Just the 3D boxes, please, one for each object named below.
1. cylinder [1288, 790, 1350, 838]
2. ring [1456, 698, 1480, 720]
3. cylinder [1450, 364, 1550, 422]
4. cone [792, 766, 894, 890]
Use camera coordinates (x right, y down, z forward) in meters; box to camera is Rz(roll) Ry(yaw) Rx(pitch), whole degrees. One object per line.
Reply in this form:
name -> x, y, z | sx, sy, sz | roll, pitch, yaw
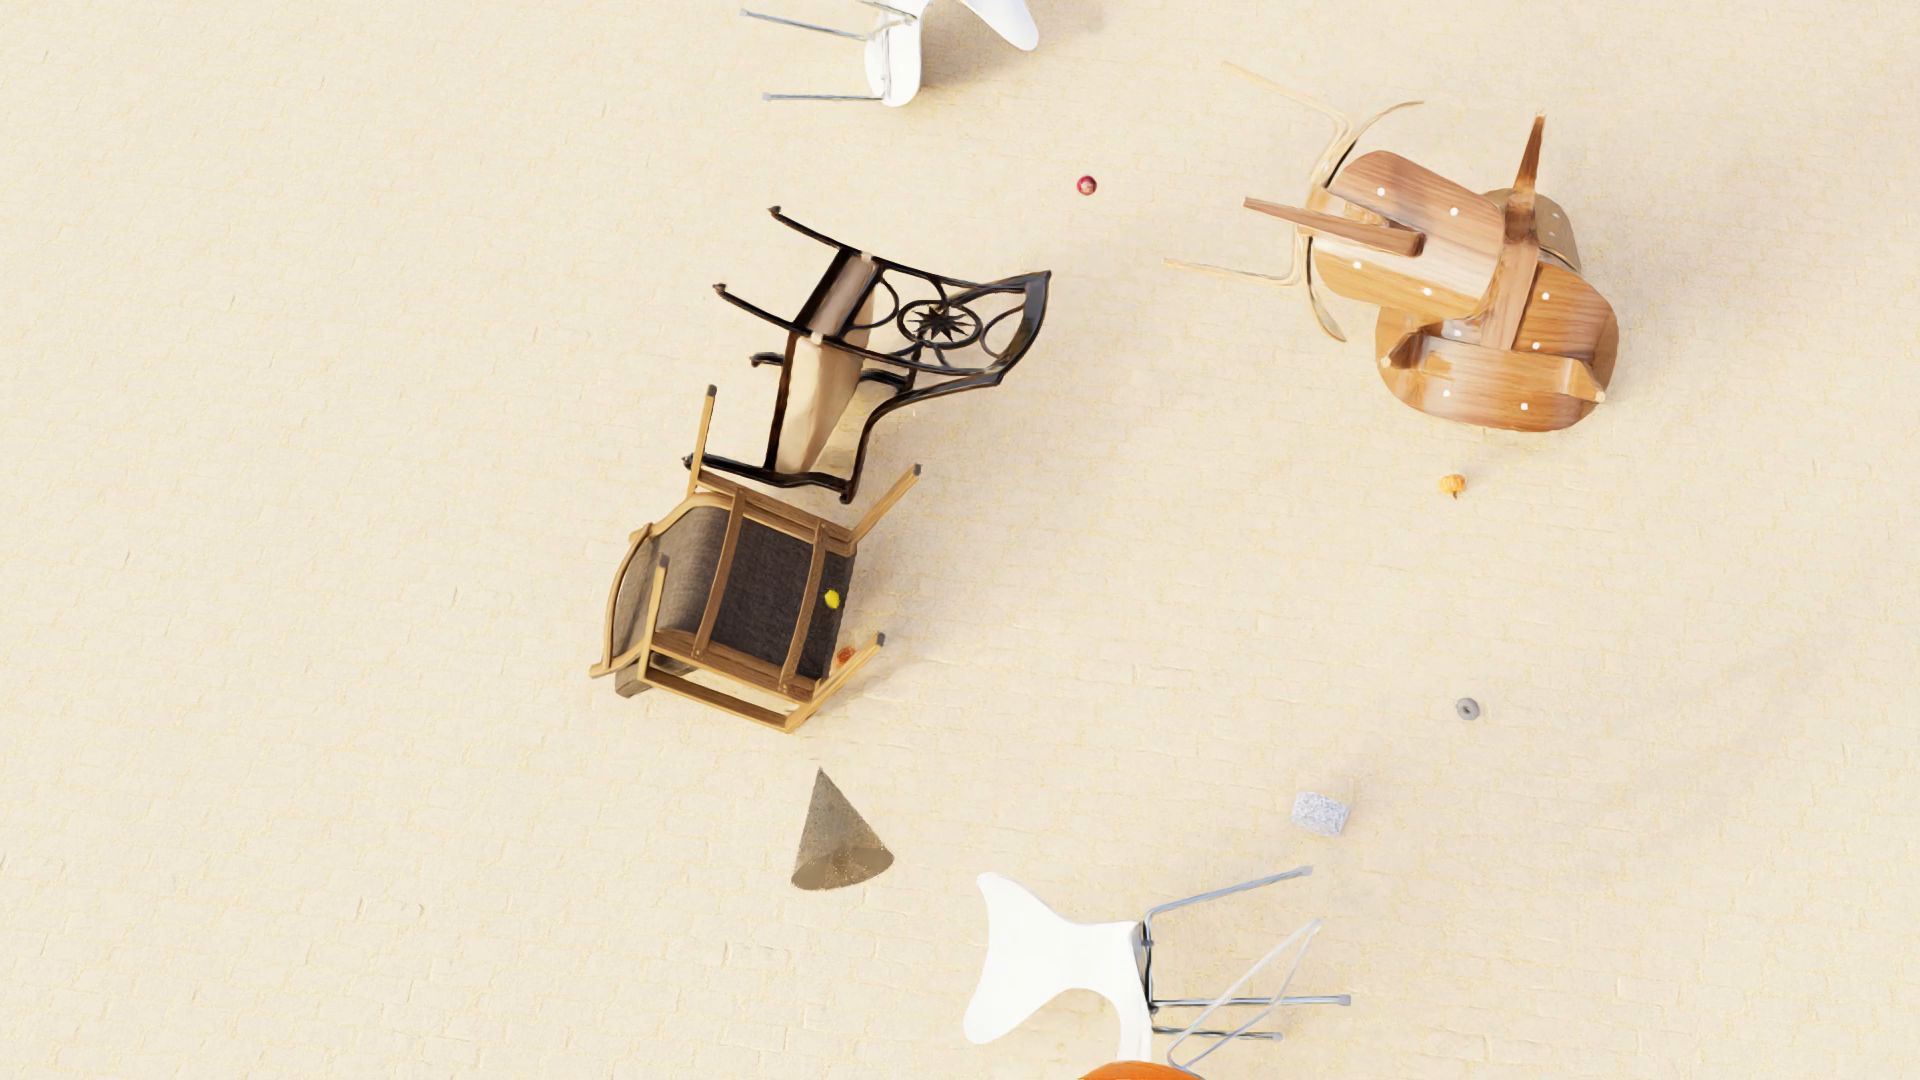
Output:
cylinder -> 0.983, 0.751, 6.026 | 0.146, 0.073, 0.080 | 23, 74, 23
ring -> 1.435, 0.478, 6.216 | 0.033, 0.066, 0.072 | -22, 52, -37
cylinder -> 1.665, -0.455, 6.797 | 0.279, 0.129, 0.145 | 7, 96, 5
cone -> -0.338, 0.723, 5.744 | 0.273, 0.271, 0.297 | -32, 58, 29
